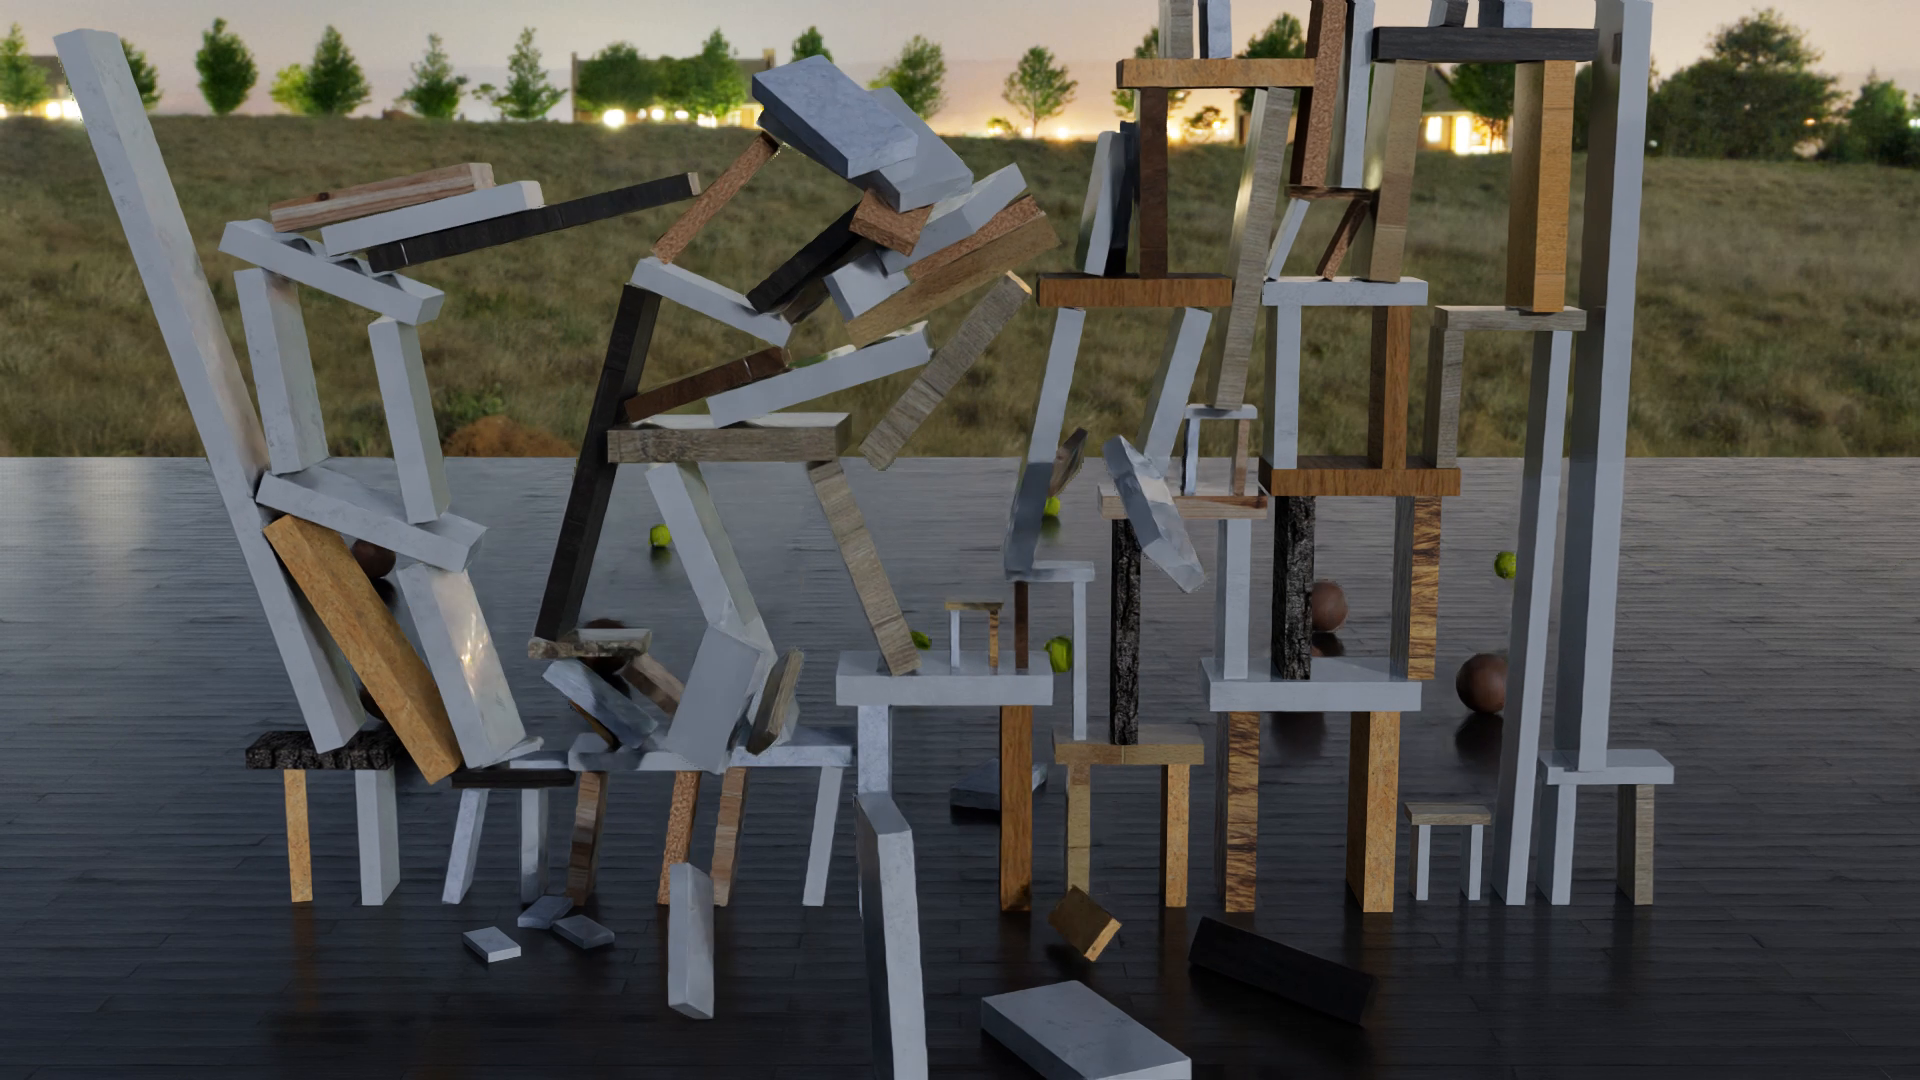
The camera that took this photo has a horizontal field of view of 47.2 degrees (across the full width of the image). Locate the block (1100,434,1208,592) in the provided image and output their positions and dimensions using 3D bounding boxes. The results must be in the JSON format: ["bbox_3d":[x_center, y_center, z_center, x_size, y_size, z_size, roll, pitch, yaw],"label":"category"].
[{"bbox_3d":[0.284,-0.042,3.241,0.034,0.121,0.242,-36,39,16],"label":"block"}]

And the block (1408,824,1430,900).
[{"bbox_3d":[0.764,0.526,3.658,0.018,0.130,0.065,0,11,0],"label":"block"}]

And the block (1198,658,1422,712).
[{"bbox_3d":[0.569,0.235,3.599,0.338,0.048,0.169,0,11,0],"label":"block"}]

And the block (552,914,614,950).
[{"bbox_3d":[-0.596,0.618,3.475,0.053,0.015,0.105,-8,13,-37],"label":"block"}]

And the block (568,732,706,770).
[{"bbox_3d":[-0.521,0.348,3.622,0.228,0.032,0.114,0,11,0],"label":"block"}]

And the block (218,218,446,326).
[{"bbox_3d":[-0.987,-0.424,3.473,0.319,0.045,0.160,21,9,-4],"label":"block"}]

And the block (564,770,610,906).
[{"bbox_3d":[-0.616,0.477,3.646,0.032,0.228,0.114,9,10,-2],"label":"block"}]

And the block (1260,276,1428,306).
[{"bbox_3d":[0.598,-0.395,3.483,0.257,0.036,0.129,0,11,0],"label":"block"}]

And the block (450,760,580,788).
[{"bbox_3d":[-0.734,0.382,3.636,0.195,0.028,0.098,0,10,-2],"label":"block"}]

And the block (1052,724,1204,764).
[{"bbox_3d":[0.274,0.336,3.621,0.241,0.034,0.121,0,11,0],"label":"block"}]

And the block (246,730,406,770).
[{"bbox_3d":[-1.043,0.346,3.625,0.231,0.033,0.116,0,11,1],"label":"block"}]

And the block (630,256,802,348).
[{"bbox_3d":[-0.384,-0.378,3.487,0.260,0.037,0.130,23,10,-2],"label":"block"}]

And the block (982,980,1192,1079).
[{"bbox_3d":[0.168,0.689,3.015,0.155,0.044,0.310,-5,12,-26],"label":"block"}]

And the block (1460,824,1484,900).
[{"bbox_3d":[0.851,0.526,3.658,0.018,0.130,0.065,0,11,0],"label":"block"}]

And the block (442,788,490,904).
[{"bbox_3d":[-0.818,0.494,3.650,0.028,0.195,0.098,12,10,-3],"label":"block"}]

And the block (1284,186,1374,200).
[{"bbox_3d":[0.579,-0.546,3.458,0.130,0.018,0.065,2,11,0],"label":"block"}]

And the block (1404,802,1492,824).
[{"bbox_3d":[0.807,0.453,3.645,0.130,0.018,0.065,0,11,0],"label":"block"}]

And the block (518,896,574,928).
[{"bbox_3d":[-0.671,0.602,3.561,0.053,0.015,0.105,2,11,11],"label":"block"}]

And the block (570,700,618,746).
[{"bbox_3d":[-0.598,0.291,3.615,0.014,0.098,0.049,-40,5,12],"label":"block"}]

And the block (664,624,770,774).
[{"bbox_3d":[-0.363,0.237,3.283,0.099,0.199,0.028,24,9,24],"label":"block"}]

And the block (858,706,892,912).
[{"bbox_3d":[-0.140,0.419,3.640,0.049,0.346,0.173,0,11,0],"label":"block"}]

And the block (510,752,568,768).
[{"bbox_3d":[-0.688,0.363,3.624,0.098,0.014,0.049,0,10,1],"label":"block"}]

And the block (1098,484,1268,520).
[{"bbox_3d":[0.356,-0.063,3.545,0.261,0.037,0.131,0,11,0],"label":"block"}]

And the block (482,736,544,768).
[{"bbox_3d":[-0.736,0.348,3.613,0.098,0.014,0.049,-18,6,1],"label":"block"}]

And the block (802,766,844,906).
[{"bbox_3d":[-0.224,0.473,3.645,0.034,0.237,0.118,8,10,-1],"label":"block"}]

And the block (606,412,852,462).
[{"bbox_3d":[-0.364,-0.165,3.512,0.360,0.051,0.180,0,11,5],"label":"block"}]

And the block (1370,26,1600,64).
[{"bbox_3d":[0.802,-0.770,3.424,0.336,0.048,0.168,0,10,-1],"label":"block"}]

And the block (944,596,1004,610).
[{"bbox_3d":[0.024,0.102,3.575,0.094,0.013,0.047,0,11,2],"label":"block"}]

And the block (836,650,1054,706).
[{"bbox_3d":[-0.025,0.225,3.602,0.347,0.049,0.173,0,11,0],"label":"block"}]

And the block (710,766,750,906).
[{"bbox_3d":[-0.381,0.473,3.644,0.034,0.237,0.118,9,10,-1],"label":"block"}]

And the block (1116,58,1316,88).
[{"bbox_3d":[0.394,-0.725,3.421,0.292,0.041,0.146,0,11,0],"label":"block"}]

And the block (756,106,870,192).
[{"bbox_3d":[-0.194,-0.598,3.424,0.247,0.035,0.123,32,11,-1],"label":"block"}]

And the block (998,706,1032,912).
[{"bbox_3d":[0.091,0.419,3.640,0.049,0.346,0.173,0,11,0],"label":"block"}]

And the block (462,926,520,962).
[{"bbox_3d":[-0.728,0.629,3.420,0.053,0.015,0.105,-7,13,-33],"label":"block"}]

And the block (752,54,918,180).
[{"bbox_3d":[-0.190,-0.641,3.316,0.126,0.036,0.253,-25,53,-30],"label":"block"}]

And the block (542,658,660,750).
[{"bbox_3d":[-0.588,0.263,3.608,0.194,0.026,0.092,39,13,-2],"label":"block"}]

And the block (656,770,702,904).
[{"bbox_3d":[-0.463,0.477,3.646,0.032,0.228,0.114,9,10,-2],"label":"block"}]

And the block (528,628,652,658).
[{"bbox_3d":[-0.604,0.169,3.595,0.184,0.026,0.092,-1,10,3],"label":"block"}]

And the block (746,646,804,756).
[{"bbox_3d":[-0.272,0.237,3.239,0.021,0.150,0.075,28,-39,-16],"label":"block"}]

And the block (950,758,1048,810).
[{"bbox_3d":[0.077,0.469,4.234,0.112,0.032,0.223,4,11,22],"label":"block"}]

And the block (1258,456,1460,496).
[{"bbox_3d":[0.641,-0.104,3.545,0.299,0.042,0.149,0,11,0],"label":"block"}]

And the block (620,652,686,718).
[{"bbox_3d":[-0.471,0.257,3.607,0.184,0.026,0.092,41,11,-7],"label":"block"}]

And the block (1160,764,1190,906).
[{"bbox_3d":[0.355,0.472,3.646,0.034,0.241,0.121,0,11,0],"label":"block"}]

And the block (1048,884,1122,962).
[{"bbox_3d":[0.191,0.593,3.410,0.020,0.072,0.143,40,-4,-25],"label":"block"}]

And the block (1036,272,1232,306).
[{"bbox_3d":[0.272,-0.397,3.485,0.299,0.042,0.149,0,11,0],"label":"block"}]

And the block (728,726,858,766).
[{"bbox_3d":[-0.284,0.339,3.618,0.237,0.034,0.118,0,11,0],"label":"block"}]

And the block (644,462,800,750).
[{"bbox_3d":[-0.382,0.091,3.574,0.051,0.485,0.180,-21,10,4],"label":"block"}]

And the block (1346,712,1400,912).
[{"bbox_3d":[0.681,0.425,3.635,0.048,0.337,0.169,0,11,0],"label":"block"}]

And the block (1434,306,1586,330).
[{"bbox_3d":[0.874,-0.353,3.498,0.216,0.031,0.108,0,10,1],"label":"block"}]

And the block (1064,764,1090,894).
[{"bbox_3d":[0.194,0.472,3.646,0.034,0.241,0.121,0,11,0],"label":"block"}]

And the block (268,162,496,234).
[{"bbox_3d":[-0.908,-0.541,3.474,0.319,0.045,0.159,-12,9,2],"label":"block"}]

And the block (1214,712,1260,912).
[{"bbox_3d":[0.456,0.425,3.635,0.048,0.338,0.169,0,11,0],"label":"block"}]

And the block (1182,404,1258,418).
[{"bbox_3d":[0.412,-0.206,3.516,0.118,0.017,0.059,0,11,0],"label":"block"}]

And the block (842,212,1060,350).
[{"bbox_3d":[-0.013,-0.410,3.456,0.353,0.050,0.176,-27,9,5],"label":"block"}]

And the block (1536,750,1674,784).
[{"bbox_3d":[1.058,0.374,3.626,0.205,0.029,0.103,0,11,0],"label":"block"}]

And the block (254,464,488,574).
[{"bbox_3d":[-0.946,-0.041,3.552,0.338,0.048,0.169,20,10,-7],"label":"block"}]

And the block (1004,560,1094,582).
[{"bbox_3d":[0.145,0.050,3.565,0.144,0.020,0.072,0,11,1],"label":"block"}]

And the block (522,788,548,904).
[{"bbox_3d":[-0.705,0.494,3.651,0.028,0.195,0.098,2,10,-1],"label":"block"}]
